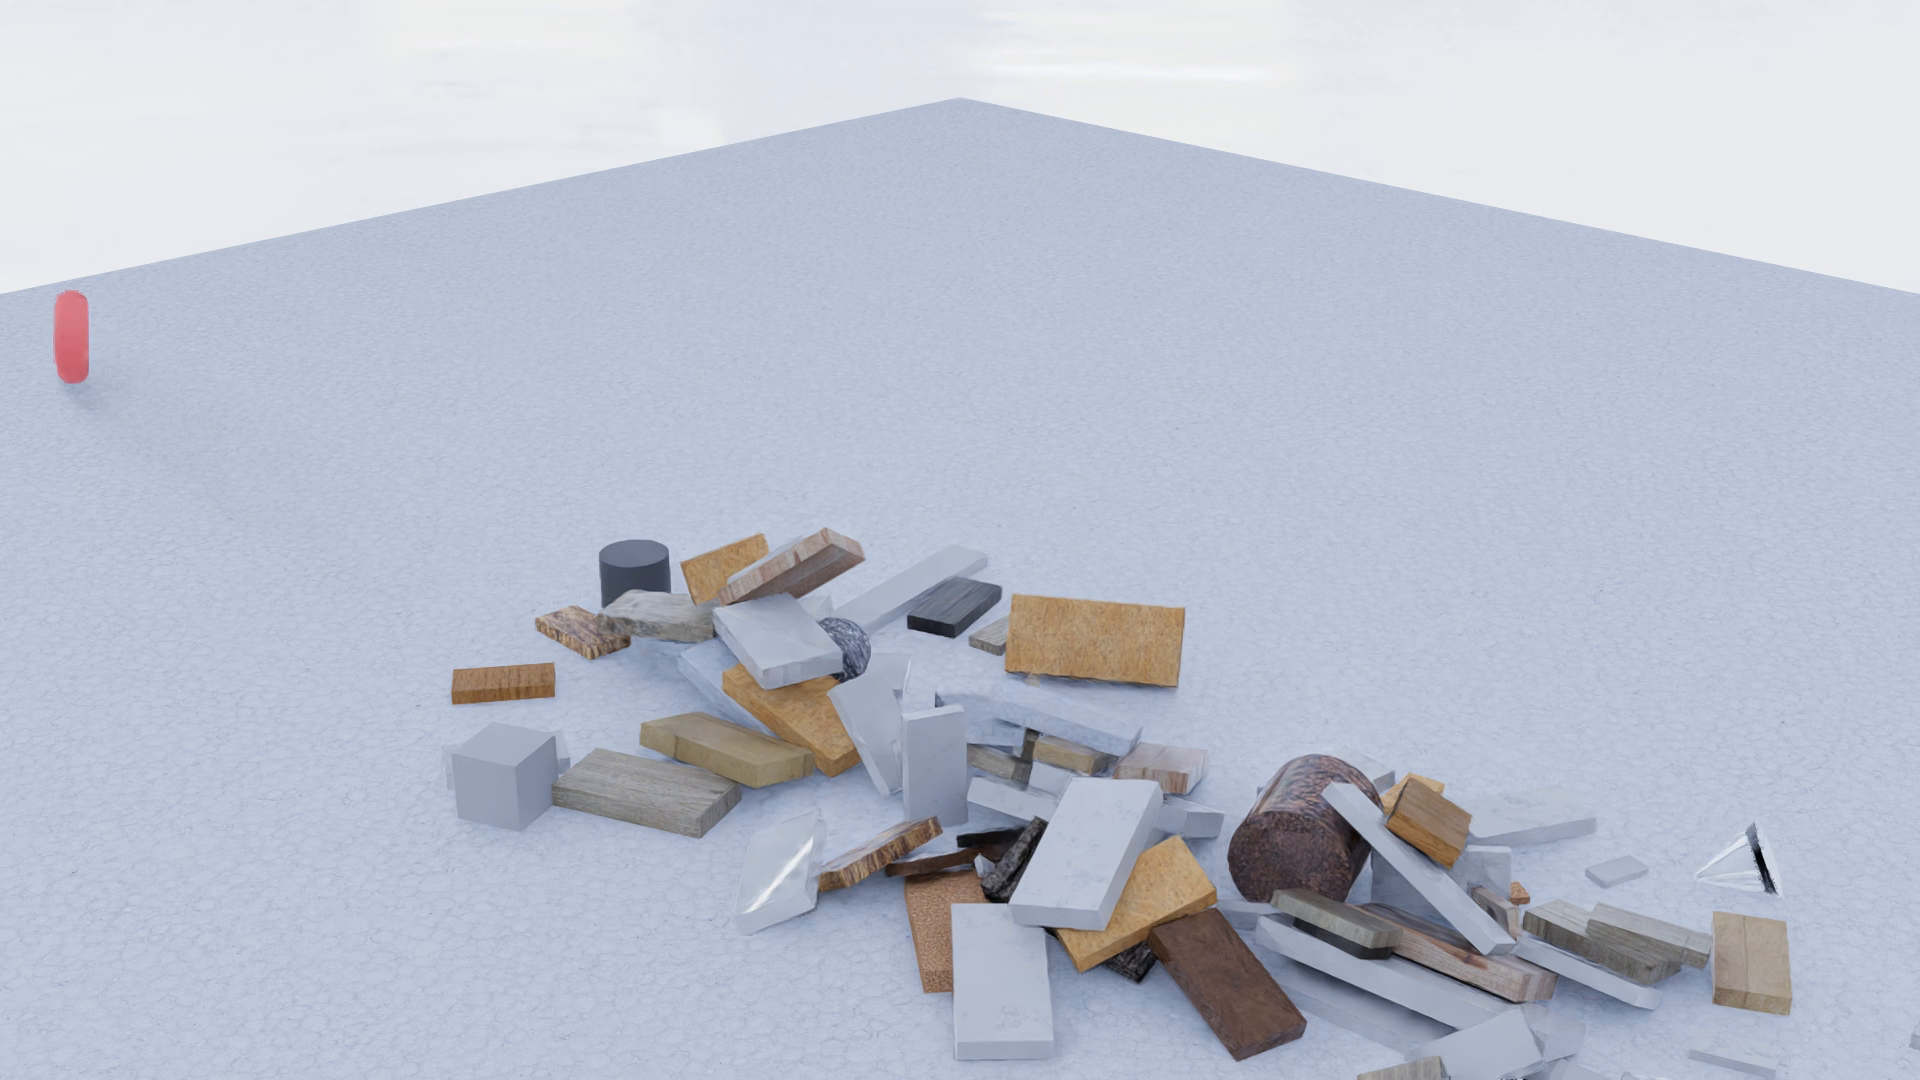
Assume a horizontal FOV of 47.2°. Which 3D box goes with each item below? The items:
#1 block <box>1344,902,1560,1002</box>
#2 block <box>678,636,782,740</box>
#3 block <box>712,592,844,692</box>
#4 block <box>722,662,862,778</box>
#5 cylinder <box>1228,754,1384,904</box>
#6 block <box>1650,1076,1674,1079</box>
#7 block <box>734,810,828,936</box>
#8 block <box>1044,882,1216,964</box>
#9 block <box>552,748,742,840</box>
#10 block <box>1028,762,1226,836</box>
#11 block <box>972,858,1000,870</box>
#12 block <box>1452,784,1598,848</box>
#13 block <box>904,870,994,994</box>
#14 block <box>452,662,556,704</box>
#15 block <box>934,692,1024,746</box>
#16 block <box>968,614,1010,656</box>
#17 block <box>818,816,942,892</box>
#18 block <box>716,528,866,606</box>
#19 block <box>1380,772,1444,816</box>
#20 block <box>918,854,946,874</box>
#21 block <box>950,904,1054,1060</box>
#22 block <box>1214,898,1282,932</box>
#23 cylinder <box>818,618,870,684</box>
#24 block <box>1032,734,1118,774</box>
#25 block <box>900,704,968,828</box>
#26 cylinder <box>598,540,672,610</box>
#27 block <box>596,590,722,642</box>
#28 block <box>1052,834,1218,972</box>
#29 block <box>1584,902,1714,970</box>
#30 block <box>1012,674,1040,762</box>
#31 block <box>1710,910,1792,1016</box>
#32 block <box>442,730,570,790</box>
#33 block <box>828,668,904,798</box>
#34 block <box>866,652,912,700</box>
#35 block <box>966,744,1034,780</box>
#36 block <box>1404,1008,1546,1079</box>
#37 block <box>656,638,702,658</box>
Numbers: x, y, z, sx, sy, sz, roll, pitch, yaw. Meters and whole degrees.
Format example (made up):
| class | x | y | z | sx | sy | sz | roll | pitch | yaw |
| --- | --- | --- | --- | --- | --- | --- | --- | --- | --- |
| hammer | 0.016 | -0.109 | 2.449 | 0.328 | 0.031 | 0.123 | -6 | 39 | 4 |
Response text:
| class | x | y | z | sx | sy | sz | roll | pitch | yaw |
| --- | --- | --- | --- | --- | --- | --- | --- | --- | --- |
| block | 0.862 | 0.727 | 3.892 | 0.347 | 0.049 | 0.174 | 18 | 3 | 36 |
| block | -0.436 | 0.328 | 4.794 | 0.178 | 0.050 | 0.356 | -24 | 47 | -35 |
| block | -0.398 | 0.216 | 4.768 | 0.178 | 0.050 | 0.355 | -13 | 24 | -19 |
| block | -0.324 | 0.357 | 4.688 | 0.178 | 0.050 | 0.356 | -27 | 48 | -37 |
| cylinder | 0.653 | 0.561 | 4.139 | 0.235 | 0.235 | 0.235 | 10 | 25 | 23 |
| block | 1.154 | 0.882 | 3.498 | 0.069 | 0.020 | 0.138 | 25 | 3 | 42 |
| block | -0.337 | 0.625 | 4.160 | 0.147 | 0.042 | 0.294 | -23 | 21 | 11 |
| block | 0.290 | 0.671 | 4.031 | 0.325 | 0.046 | 0.162 | 10 | 53 | 23 |
| block | -0.638 | 0.514 | 4.487 | 0.343 | 0.049 | 0.171 | 9 | 25 | 21 |
| block | 0.332 | 0.517 | 4.387 | 0.352 | 0.050 | 0.176 | 15 | 1 | 32 |
| block | 0.082 | 0.636 | 4.242 | 0.111 | 0.016 | 0.055 | -4 | 23 | -10 |
| block | 1.119 | 0.557 | 4.399 | 0.272 | 0.039 | 0.136 | -7 | 25 | -17 |
| block | -0.004 | 0.712 | 4.025 | 0.162 | 0.046 | 0.325 | -3 | 23 | -7 |
| block | -1.028 | 0.323 | 4.959 | 0.226 | 0.032 | 0.113 | -4 | 23 | -9 |
| block | 0.038 | 0.380 | 4.687 | 0.126 | 0.036 | 0.340 | 5 | 7 | -12 |
| block | 0.114 | 0.220 | 5.209 | 0.092 | 0.026 | 0.184 | 18 | 29 | 35 |
| block | -0.165 | 0.601 | 4.208 | 0.251 | 0.036 | 0.126 | -25 | 3 | -39 |
| block | -0.378 | 0.080 | 4.928 | 0.304 | 0.043 | 0.152 | -30 | -26 | 18 |
| block | 0.919 | 0.526 | 4.494 | 0.077 | 0.022 | 0.155 | 17 | 28 | 34 |
| block | -0.058 | 0.639 | 4.234 | 0.055 | 0.016 | 0.111 | 2 | 23 | 4 |
| block | 0.070 | 0.762 | 3.817 | 0.162 | 0.046 | 0.325 | 0 | 35 | -2 |
| block | 0.529 | 0.691 | 4.039 | 0.142 | 0.071 | 0.020 | 5 | 53 | 11 |
| cylinder | -0.288 | 0.275 | 4.916 | 0.155 | 0.155 | 0.155 | 3 | 23 | 6 |
| block | 0.244 | 0.436 | 4.556 | 0.126 | 0.036 | 0.251 | 15 | 6 | 16 |
| block | -0.050 | 0.456 | 4.369 | 0.123 | 0.247 | 0.035 | -9 | 20 | -20 |
| cylinder | -0.780 | 0.108 | 5.291 | 0.168 | 0.168 | 0.168 | 0 | 23 | 0 |
| block | -0.661 | 0.174 | 5.033 | 0.304 | 0.043 | 0.152 | 4 | 24 | 23 |
| block | 0.303 | 0.647 | 3.922 | 0.279 | 0.040 | 0.140 | -25 | 47 | -9 |
| block | 1.238 | 0.709 | 3.948 | 0.209 | 0.030 | 0.104 | 15 | 14 | 22 |
| block | 0.141 | 0.397 | 4.704 | 0.026 | 0.092 | 0.309 | 19 | 22 | -6 |
| block | 1.414 | 0.755 | 3.936 | 0.127 | 0.036 | 0.255 | 7 | 24 | 15 |
| block | -0.955 | 0.462 | 4.627 | 0.254 | 0.036 | 0.127 | -7 | 24 | -15 |
| block | -0.164 | 0.399 | 4.558 | 0.123 | 0.247 | 0.035 | -20 | -12 | -39 |
| block | -0.167 | 0.309 | 4.998 | 0.092 | 0.026 | 0.185 | 2 | 23 | 5 |
| block | 0.030 | 0.441 | 4.526 | 0.247 | 0.035 | 0.123 | 17 | 1 | 28 |
| block | 0.836 | 0.847 | 3.578 | 0.205 | 0.029 | 0.103 | -24 | 41 | 10 |
| block | -0.521 | 0.244 | 5.015 | 0.304 | 0.043 | 0.152 | 16 | 28 | 21 |
